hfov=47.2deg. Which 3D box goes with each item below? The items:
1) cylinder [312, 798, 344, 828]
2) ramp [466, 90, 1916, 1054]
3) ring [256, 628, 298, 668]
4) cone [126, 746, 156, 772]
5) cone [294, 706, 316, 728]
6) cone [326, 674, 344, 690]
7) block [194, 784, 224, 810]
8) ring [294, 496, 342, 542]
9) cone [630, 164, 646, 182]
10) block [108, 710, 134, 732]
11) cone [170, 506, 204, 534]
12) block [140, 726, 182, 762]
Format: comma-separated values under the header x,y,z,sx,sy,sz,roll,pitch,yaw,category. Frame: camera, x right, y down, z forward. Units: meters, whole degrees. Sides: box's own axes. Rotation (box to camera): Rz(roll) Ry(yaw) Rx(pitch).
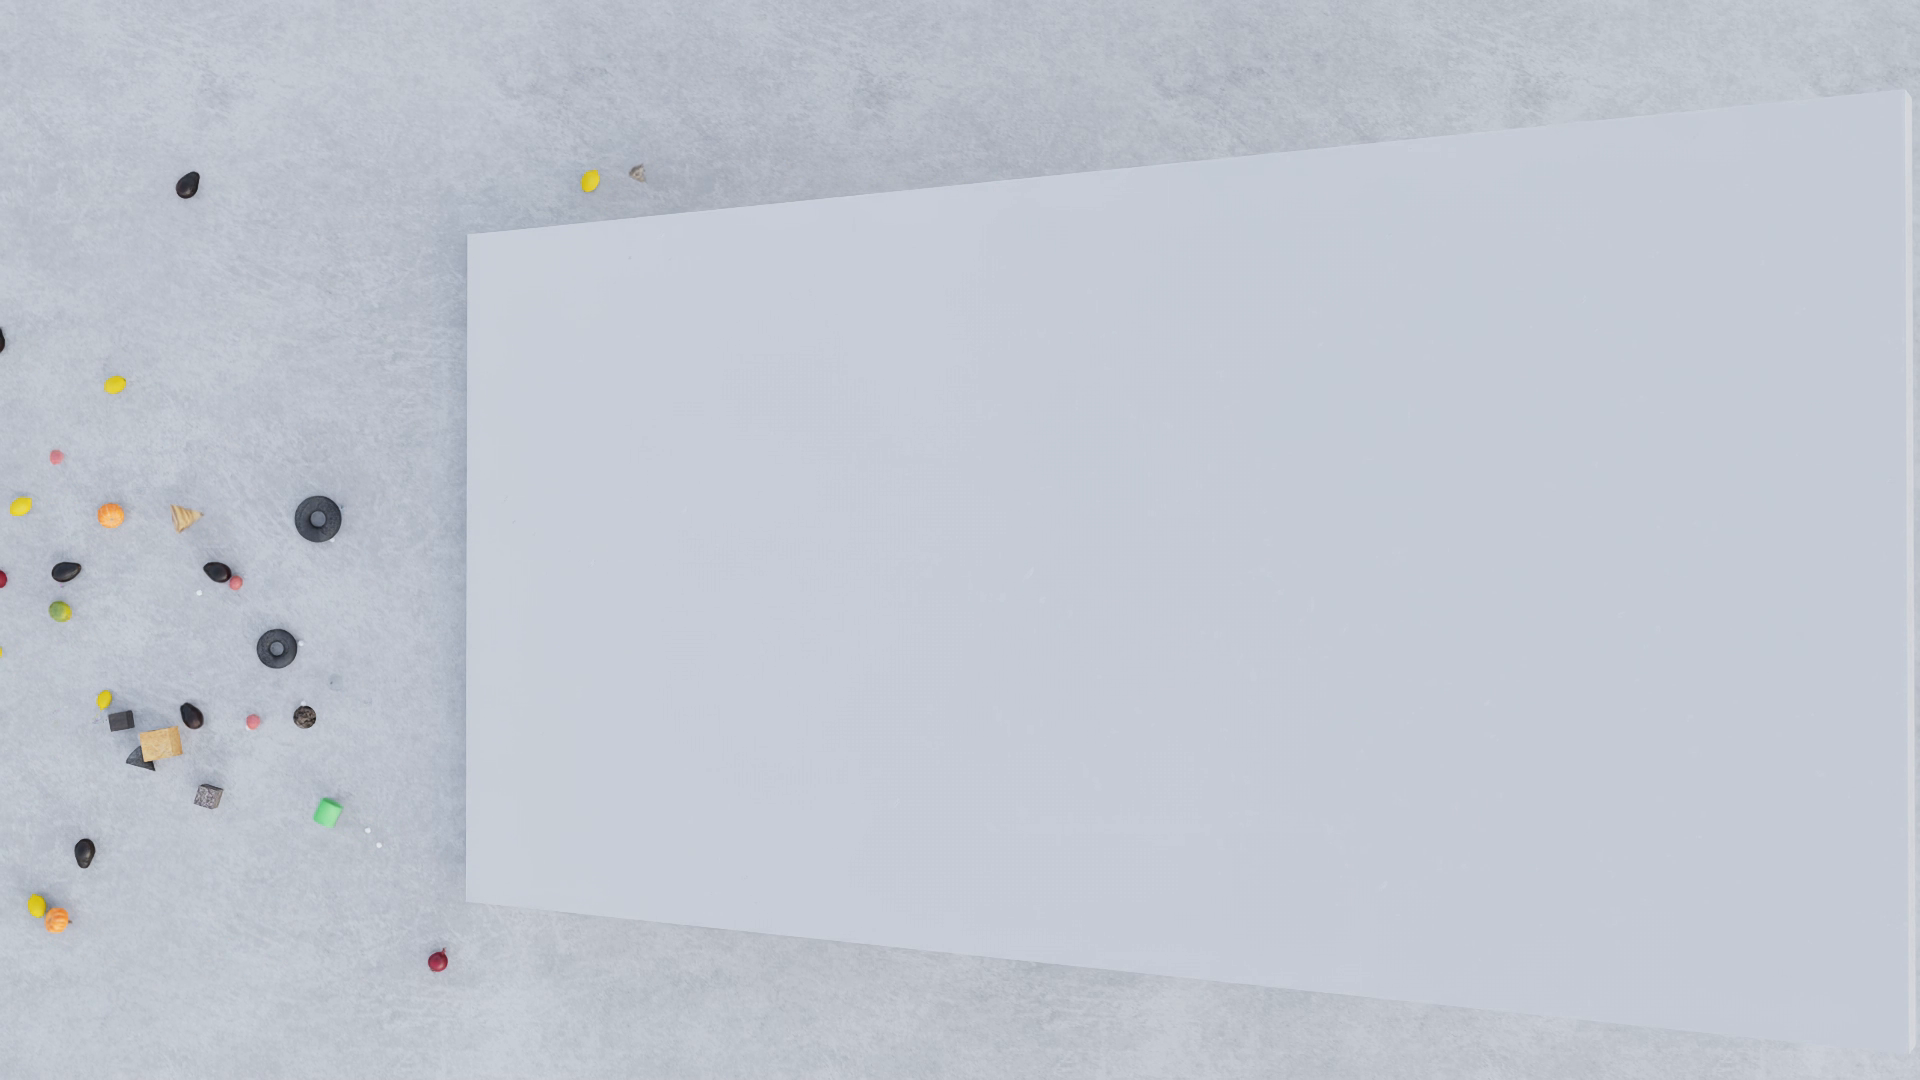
x,y,z,sx,sy,sz,roll,pitch,yaw,category
-1.908,0.824,6.640,0.066,0.066,0.066,26,90,0,cylinder
0.267,0.074,5.619,4.000,0.100,2.000,0,89,31,ramp
-2.068,0.329,6.658,0.122,0.041,0.122,0,90,-1,ring
-2.463,0.673,6.656,0.082,0.082,0.082,-38,116,0,cone
-1.989,0.538,6.641,0.070,0.070,0.070,0,89,0,cone
-1.897,0.432,6.652,0.050,0.050,0.050,0,89,0,cone
-2.270,0.775,6.645,0.058,0.058,0.058,17,89,0,block
-1.944,-0.063,6.658,0.143,0.048,0.143,0,90,1,ring
-0.967,-1.106,6.680,0.054,0.054,0.054,-36,116,0,cone
-2.536,0.547,6.649,0.054,0.054,0.054,-10,89,0,block
-2.333,-0.068,6.662,0.090,0.090,0.090,-12,89,-27,cone
-2.409,0.615,6.632,0.087,0.087,0.087,-10,89,0,block
